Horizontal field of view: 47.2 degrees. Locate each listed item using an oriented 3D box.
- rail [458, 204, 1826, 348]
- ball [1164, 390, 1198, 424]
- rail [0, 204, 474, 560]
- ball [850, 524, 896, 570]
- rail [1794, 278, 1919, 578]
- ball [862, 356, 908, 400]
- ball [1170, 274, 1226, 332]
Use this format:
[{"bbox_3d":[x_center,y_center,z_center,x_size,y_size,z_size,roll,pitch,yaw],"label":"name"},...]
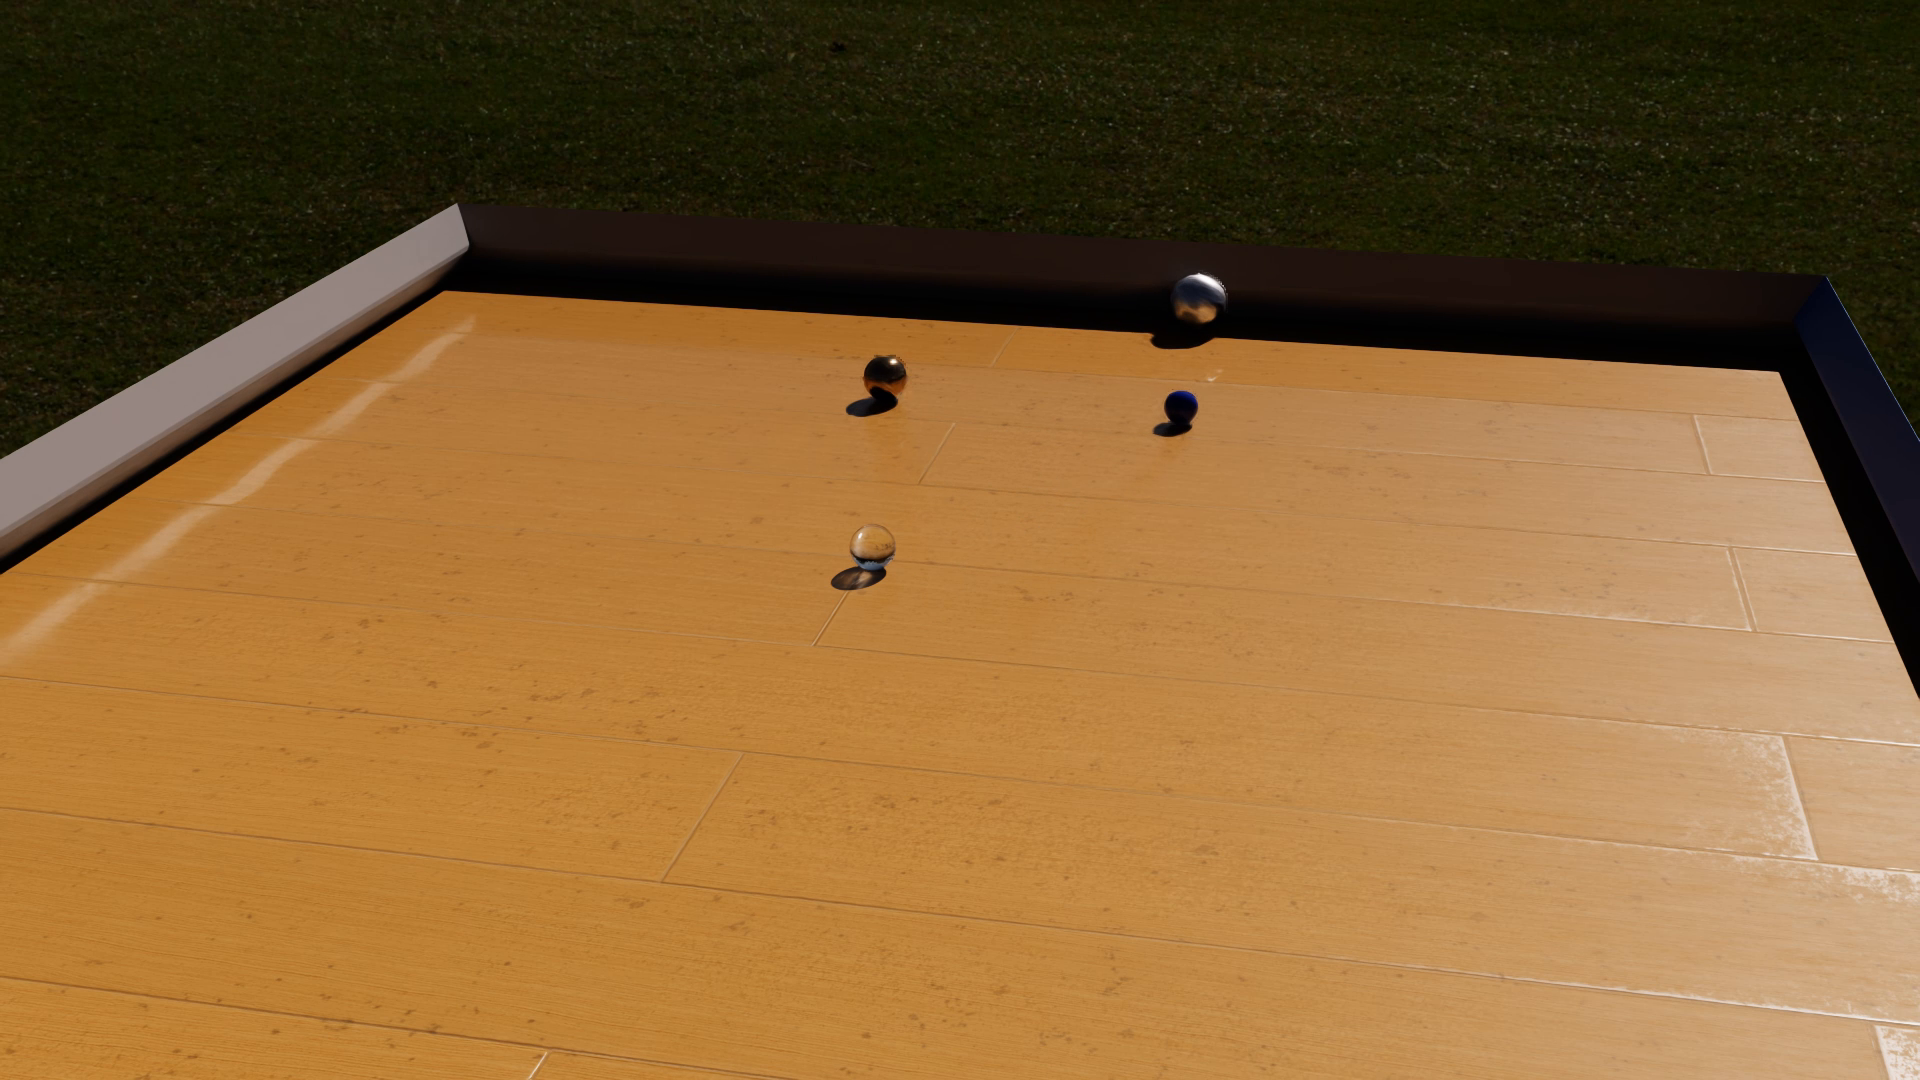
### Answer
[{"bbox_3d":[0.220,-0.424,3.534,2.216,0.116,0.045,5,23,11],"label":"rail"},{"bbox_3d":[0.306,-0.184,3.040,0.047,0.047,0.047,0,22,0],"label":"ball"},{"bbox_3d":[-1.286,0.290,1.794,0.045,0.116,4.350,5,23,11],"label":"rail"},{"bbox_3d":[-0.102,0.009,2.563,0.054,0.054,0.054,0,22,0],"label":"ball"},{"bbox_3d":[0.835,0.460,1.379,0.045,0.116,4.350,5,23,11],"label":"rail"},{"bbox_3d":[-0.107,-0.231,3.133,0.064,0.064,0.064,0,22,0],"label":"ball"},{"bbox_3d":[0.372,-0.372,3.445,0.089,0.089,0.089,0,22,0],"label":"ball"}]
